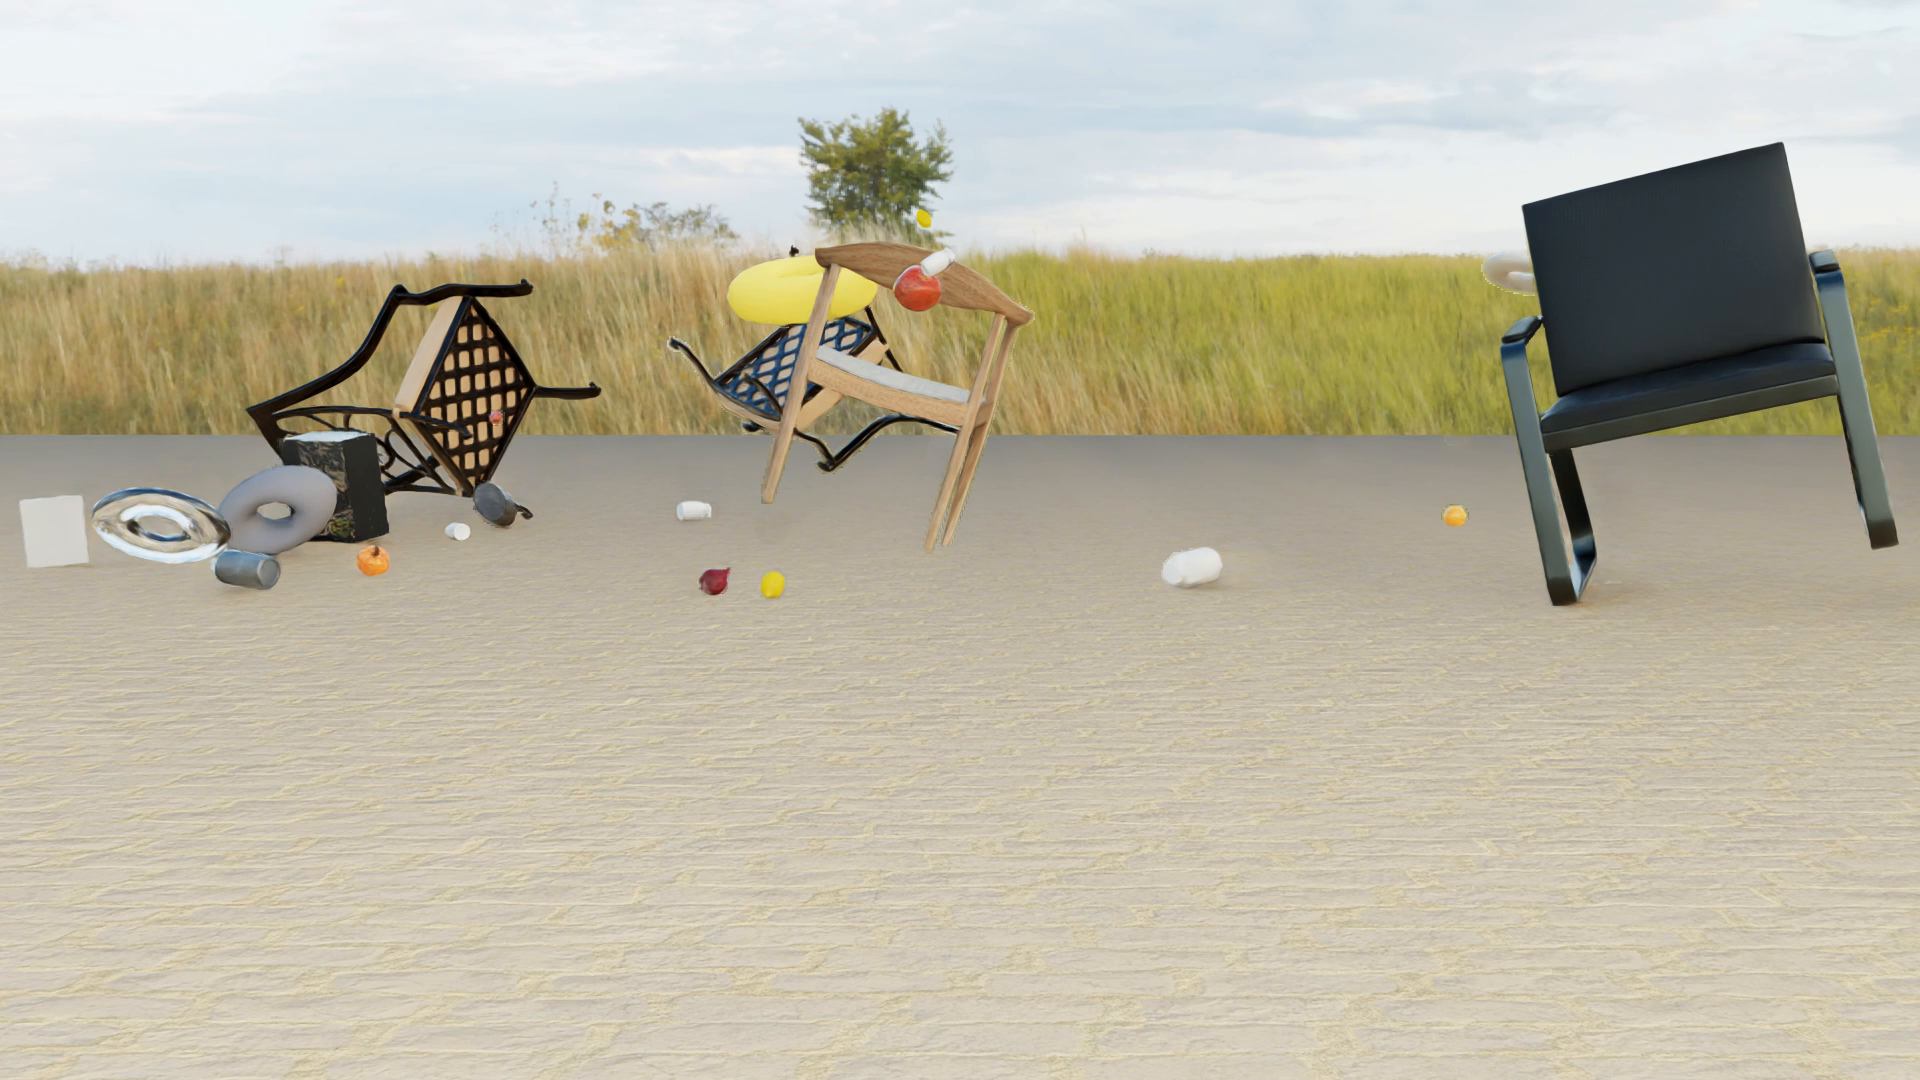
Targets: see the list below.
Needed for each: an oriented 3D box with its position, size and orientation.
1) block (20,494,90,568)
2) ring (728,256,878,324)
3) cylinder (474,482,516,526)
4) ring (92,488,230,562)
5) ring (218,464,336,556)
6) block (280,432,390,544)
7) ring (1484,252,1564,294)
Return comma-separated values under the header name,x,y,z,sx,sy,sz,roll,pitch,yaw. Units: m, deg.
name,x,y,z,sx,sy,sz,roll,pitch,yaw
block,-2.286,-0.023,5.556,0.143,0.169,0.081,-7,6,-20
ring,-0.479,-0.766,6.731,0.465,0.159,0.194,-7,34,-10
cylinder,-1.490,-0.114,7.049,0.099,0.136,0.088,-33,-16,2
ring,-1.704,-0.031,4.687,0.308,0.188,0.048,4,36,7
ring,-1.829,-0.078,5.875,0.388,0.226,0.117,-23,31,22
block,-1.850,-0.158,6.502,0.264,0.302,0.133,3,14,34
ring,1.508,-0.715,5.885,0.211,0.046,0.230,10,-12,22
